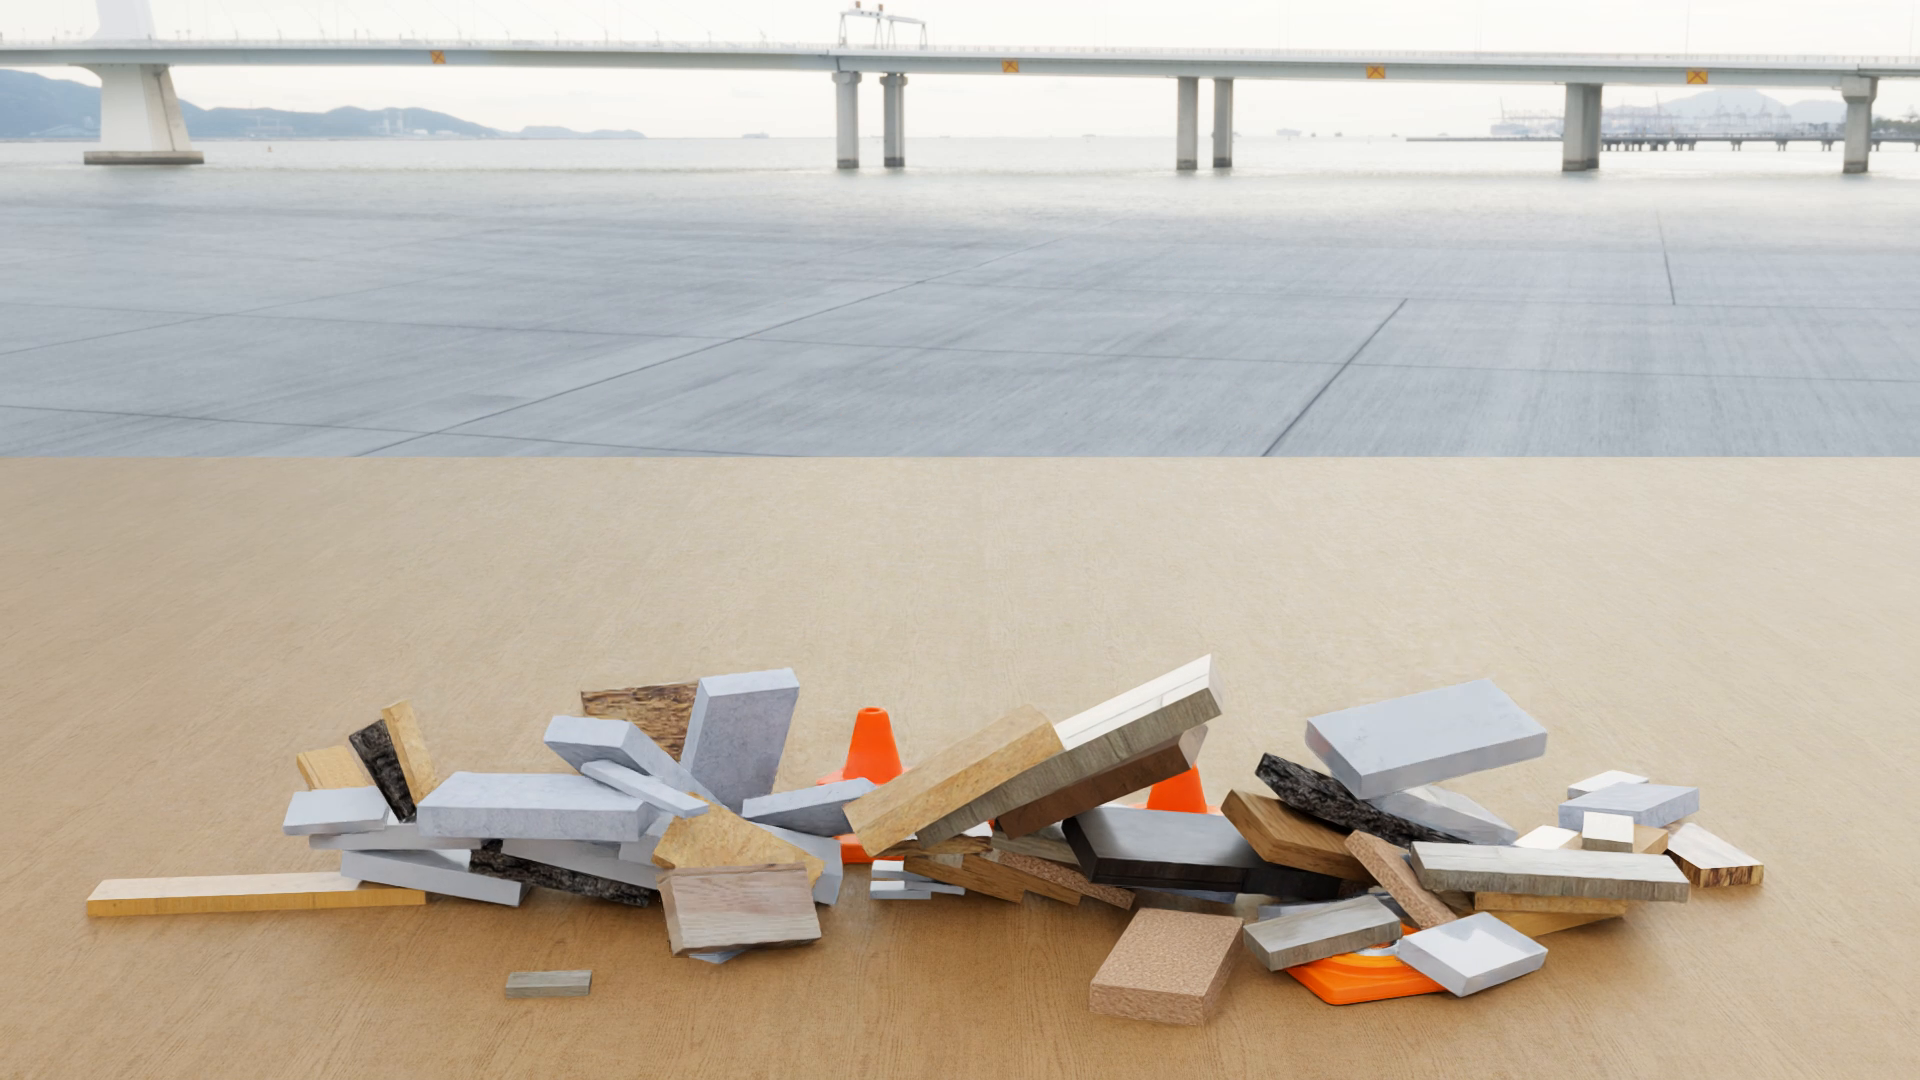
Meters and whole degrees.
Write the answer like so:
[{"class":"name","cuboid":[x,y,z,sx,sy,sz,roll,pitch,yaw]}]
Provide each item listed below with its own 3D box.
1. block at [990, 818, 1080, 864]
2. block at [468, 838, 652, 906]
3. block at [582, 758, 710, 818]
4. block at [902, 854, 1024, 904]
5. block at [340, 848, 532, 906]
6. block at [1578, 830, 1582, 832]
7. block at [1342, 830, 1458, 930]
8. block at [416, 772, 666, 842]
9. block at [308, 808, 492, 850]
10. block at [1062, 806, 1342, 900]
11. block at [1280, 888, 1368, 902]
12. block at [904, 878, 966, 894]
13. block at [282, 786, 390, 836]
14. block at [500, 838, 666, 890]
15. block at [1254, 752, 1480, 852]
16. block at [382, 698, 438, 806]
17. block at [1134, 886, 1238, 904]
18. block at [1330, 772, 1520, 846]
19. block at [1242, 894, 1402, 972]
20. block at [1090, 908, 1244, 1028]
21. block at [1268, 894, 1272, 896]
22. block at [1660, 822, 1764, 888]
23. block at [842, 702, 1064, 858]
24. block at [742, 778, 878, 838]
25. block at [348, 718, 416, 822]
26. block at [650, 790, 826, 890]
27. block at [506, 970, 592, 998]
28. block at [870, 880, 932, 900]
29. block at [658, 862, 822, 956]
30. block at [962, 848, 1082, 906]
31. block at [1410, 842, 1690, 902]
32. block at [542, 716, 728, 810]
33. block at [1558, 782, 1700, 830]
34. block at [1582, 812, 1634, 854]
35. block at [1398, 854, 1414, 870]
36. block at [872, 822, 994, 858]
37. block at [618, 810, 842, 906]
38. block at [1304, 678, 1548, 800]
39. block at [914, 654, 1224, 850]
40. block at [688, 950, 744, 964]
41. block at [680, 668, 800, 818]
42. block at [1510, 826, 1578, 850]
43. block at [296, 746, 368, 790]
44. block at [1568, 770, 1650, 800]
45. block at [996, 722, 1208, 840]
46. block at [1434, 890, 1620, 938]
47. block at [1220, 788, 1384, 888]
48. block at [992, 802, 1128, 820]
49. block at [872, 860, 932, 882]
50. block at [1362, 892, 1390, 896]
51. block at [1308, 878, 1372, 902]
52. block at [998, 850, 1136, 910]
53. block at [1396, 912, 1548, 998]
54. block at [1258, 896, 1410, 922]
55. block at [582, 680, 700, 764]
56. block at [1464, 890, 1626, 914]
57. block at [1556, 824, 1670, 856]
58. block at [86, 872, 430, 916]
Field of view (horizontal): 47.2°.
[{"class":"block","cuboid":[0.170,0.485,3.603,0.230,0.033,0.115,10,21,3]},{"class":"block","cuboid":[-0.655,0.539,3.665,0.296,0.042,0.148,12,10,-3]},{"class":"block","cuboid":[-0.507,0.398,3.527,0.247,0.015,0.051,17,15,38]},{"class":"block","cuboid":[0.007,0.548,3.663,0.202,0.029,0.101,16,11,-3]},{"class":"block","cuboid":[-0.865,0.543,3.671,0.296,0.042,0.148,10,10,0]},{"class":"block","cuboid":[1.039,0.548,3.805,0.233,0.033,0.117,-5,12,-25]},{"class":"block","cuboid":[0.701,0.545,3.449,0.106,0.030,0.212,24,19,-51]},{"class":"block","cuboid":[-0.673,0.430,3.557,0.358,0.051,0.179,0,11,7]},{"class":"block","cuboid":[-0.912,0.472,3.657,0.296,0.042,0.148,-2,9,10]},{"class":"block","cuboid":[0.391,0.503,3.558,0.428,0.047,0.165,7,22,-18]},{"class":"block","cuboid":[0.600,0.579,3.670,0.144,0.020,0.072,-1,11,-7]},{"class":"block","cuboid":[-0.039,0.570,3.661,0.101,0.014,0.050,5,11,9]},{"class":"block","cuboid":[-1.018,0.443,3.605,0.163,0.023,0.081,-4,36,2]},{"class":"block","cuboid":[-0.565,0.510,3.653,0.358,0.051,0.179,14,10,-3]},{"class":"block","cuboid":[0.717,0.469,3.679,0.456,0.041,0.146,22,8,-21]},{"class":"block","cuboid":[-0.898,0.360,3.619,0.017,0.191,0.060,-16,6,18]},{"class":"block","cuboid":[0.338,0.542,3.647,0.230,0.033,0.115,11,20,-9]},{"class":"block","cuboid":[0.789,0.447,3.733,0.301,0.043,0.150,21,8,-28]},{"class":"block","cuboid":[0.546,0.592,3.318,0.212,0.030,0.106,-11,14,-12]},{"class":"block","cuboid":[0.315,0.636,3.296,0.165,0.047,0.330,3,11,17]},{"class":"block","cuboid":[0.459,0.541,3.656,0.144,0.020,0.072,24,18,-5]},{"class":"block","cuboid":[1.278,0.545,3.818,0.117,0.033,0.233,-2,11,-11]},{"class":"block","cuboid":[-0.014,0.386,3.559,0.355,0.050,0.177,-29,9,-6]},{"class":"block","cuboid":[-0.234,0.463,3.741,0.248,0.035,0.124,-14,-35,28]},{"class":"block","cuboid":[-0.937,0.379,3.623,0.023,0.163,0.081,-30,2,18]},{"class":"block","cuboid":[-0.353,0.513,3.506,0.247,0.035,0.124,27,58,3]},{"class":"block","cuboid":[-0.608,0.658,3.257,0.121,0.017,0.060,-1,11,-4]},{"class":"block","cuboid":[-0.099,0.583,3.666,0.101,0.014,0.050,0,11,0]},{"class":"block","cuboid":[-0.337,0.564,3.373,0.248,0.124,0.035,4,-29,-38]},{"class":"block","cuboid":[0.105,0.547,3.657,0.202,0.029,0.101,18,12,1]},{"class":"block","cuboid":[0.932,0.526,3.489,0.411,0.034,0.118,3,13,1]},{"class":"block","cuboid":[-0.528,0.420,3.744,0.171,0.048,0.382,1,-33,33]},{"class":"block","cuboid":[1.216,0.486,3.989,0.150,0.043,0.301,0,3,37]},{"class":"block","cuboid":[1.097,0.496,3.723,0.081,0.023,0.161,5,10,16]},{"class":"block","cuboid":[0.734,0.544,3.715,0.103,0.015,0.052,5,10,4]},{"class":"block","cuboid":[-0.051,0.491,3.643,0.202,0.029,0.101,-2,11,-6]},{"class":"block","cuboid":[-0.375,0.511,3.625,0.358,0.051,0.179,13,9,-7]},{"class":"block","cuboid":[0.778,0.330,3.677,0.355,0.050,0.177,-10,31,-19]},{"class":"block","cuboid":[0.175,0.342,3.563,0.533,0.050,0.177,-26,9,13]},{"class":"block","cuboid":[-0.362,0.627,3.423,0.060,0.017,0.121,6,12,31]},{"class":"block","cuboid":[-0.405,0.379,3.914,0.171,0.342,0.048,-5,41,-28]},{"class":"block","cuboid":[1.008,0.522,3.763,0.081,0.023,0.161,7,10,33]},{"class":"block","cuboid":[-1.055,0.407,3.716,0.081,0.023,0.163,-9,33,-32]},{"class":"block","cuboid":[1.245,0.476,4.220,0.161,0.023,0.081,-10,14,-43]},{"class":"block","cuboid":[0.230,0.373,3.535,0.330,0.047,0.165,-24,10,22]},{"class":"block","cuboid":[0.915,0.590,3.557,0.292,0.041,0.146,-6,12,-30]},{"class":"block","cuboid":[0.575,0.486,3.564,0.292,0.041,0.146,17,19,-32]},{"class":"block","cuboid":[0.212,0.494,3.887,0.423,0.043,0.150,15,15,25]},{"class":"block","cuboid":[-0.095,0.551,3.668,0.101,0.014,0.050,3,10,1]},{"class":"block","cuboid":[0.719,0.593,3.615,0.104,0.015,0.052,-3,11,-17]},{"class":"block","cuboid":[0.629,0.556,3.640,0.144,0.020,0.072,-14,32,-19]},{"class":"block","cuboid":[0.183,0.535,3.645,0.229,0.033,0.115,20,19,3]},{"class":"block","cuboid":[0.767,0.617,3.288,0.233,0.033,0.117,-3,26,-46]},{"class":"block","cuboid":[0.593,0.590,3.499,0.212,0.030,0.106,-2,-7,-13]},{"class":"block","cuboid":[-0.571,0.371,4.363,0.342,0.171,0.048,-4,-1,-21]},{"class":"block","cuboid":[0.932,0.557,3.519,0.237,0.034,0.118,2,13,1]},{"class":"block","cuboid":[1.108,0.524,3.732,0.118,0.034,0.237,8,11,33]},{"class":"block","cuboid":[-1.152,0.582,3.635,0.536,0.028,0.099,-1,11,-6]}]
